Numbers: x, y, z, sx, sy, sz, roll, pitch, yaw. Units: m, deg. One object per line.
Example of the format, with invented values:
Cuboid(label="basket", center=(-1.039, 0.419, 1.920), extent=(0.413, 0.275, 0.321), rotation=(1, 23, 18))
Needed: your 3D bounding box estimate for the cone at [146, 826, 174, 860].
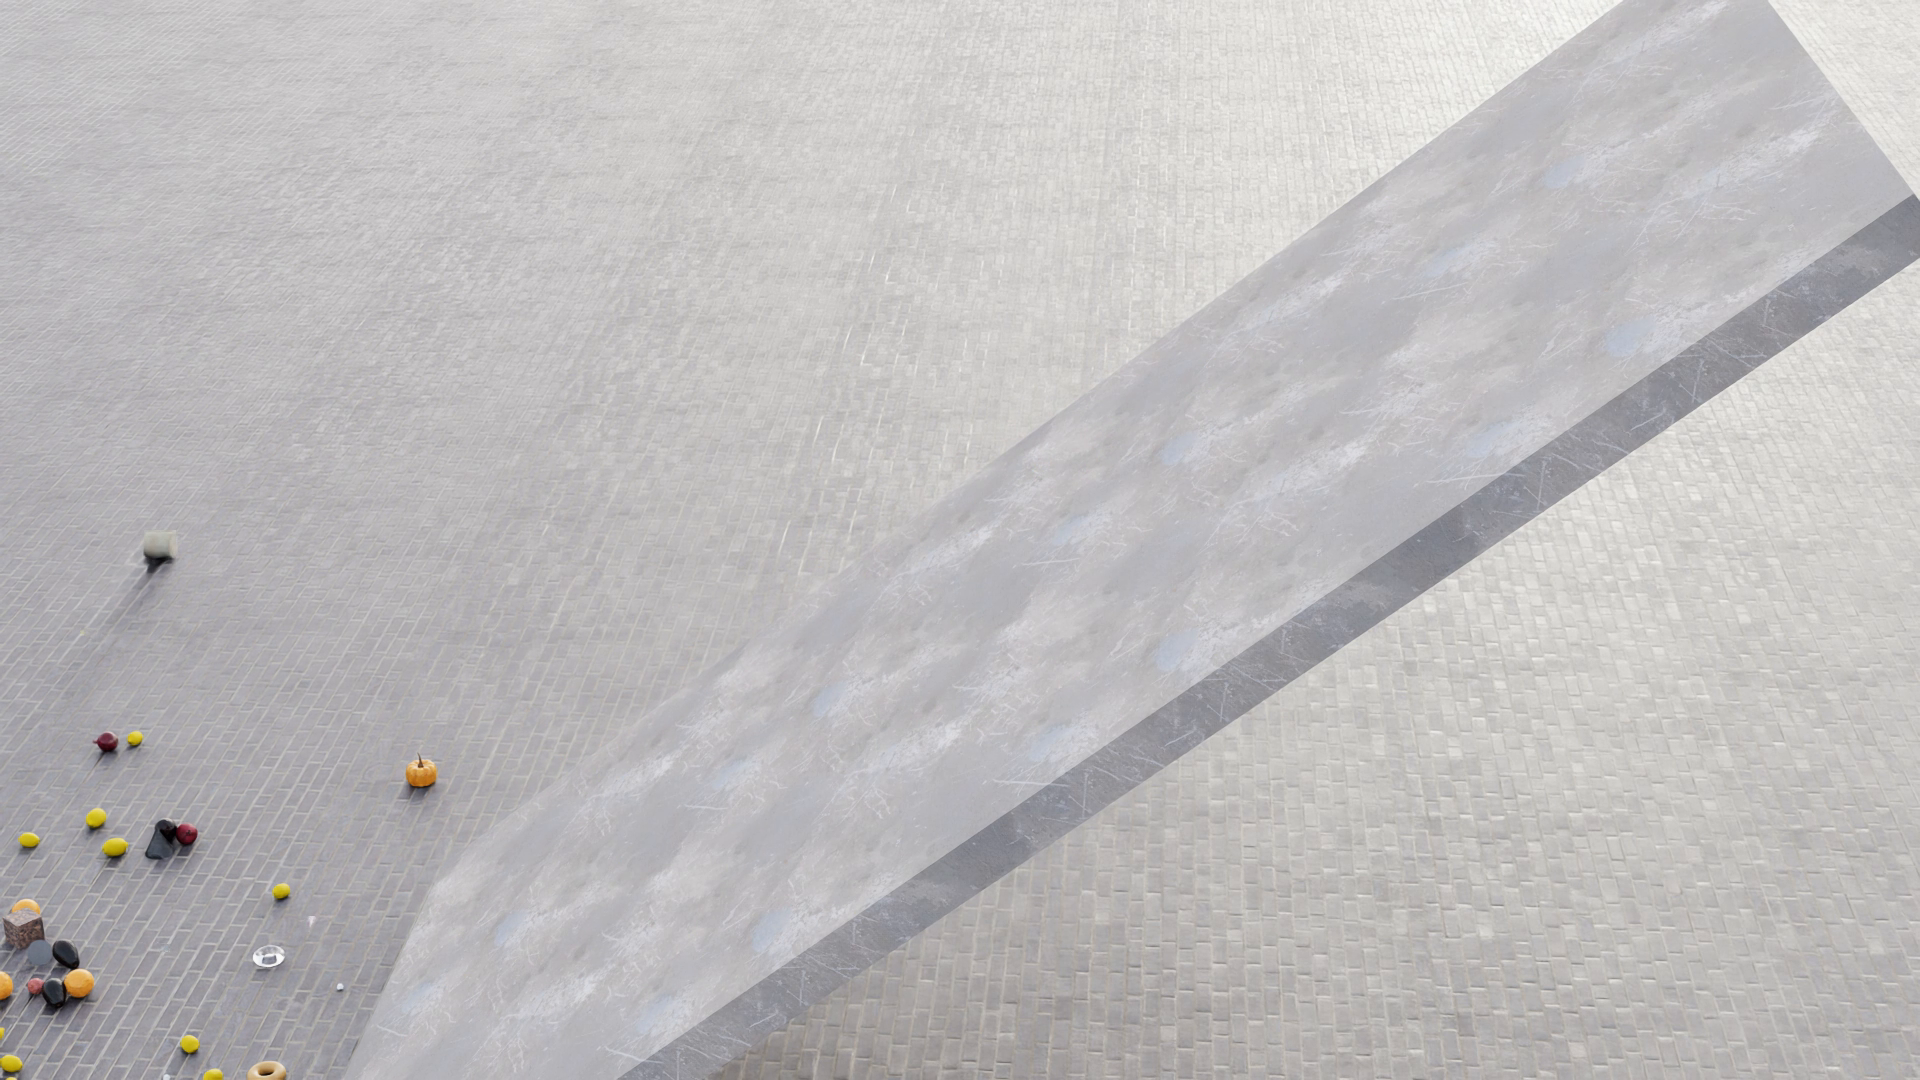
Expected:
Cuboid(label="cone", center=(-2.194, 0.819, 8.049), extent=(0.079, 0.079, 0.079), rotation=(0, 24, 0))

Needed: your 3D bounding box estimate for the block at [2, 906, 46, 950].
Cuboid(label="block", center=(-2.429, 1.008, 7.631), extent=(0.071, 0.071, 0.071), rotation=(20, 30, 38))

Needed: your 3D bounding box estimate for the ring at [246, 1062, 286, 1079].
Cuboid(label="ring", center=(-1.663, 1.283, 7.055), extent=(0.094, 0.031, 0.094), rotation=(-1, 25, 0))

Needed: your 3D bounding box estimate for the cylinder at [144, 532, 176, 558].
Cuboid(label="cylinder", center=(-2.684, 0.017, 9.865), extent=(0.086, 0.086, 0.086), rotation=(0, 24, 1))

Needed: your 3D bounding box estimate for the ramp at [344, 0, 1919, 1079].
Cuboid(label="ramp", center=(0.121, 0.185, 6.341), extent=(4.000, 0.100, 2.000), rotation=(-36, 16, 18))

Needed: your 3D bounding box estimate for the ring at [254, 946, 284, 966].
Cuboid(label="ring", center=(-1.774, 1.068, 7.550), extent=(0.080, 0.027, 0.080), rotation=(1, 24, -1))

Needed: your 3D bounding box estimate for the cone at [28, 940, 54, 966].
Cuboid(label="cone", center=(-2.355, 1.059, 7.566), extent=(0.067, 0.067, 0.067), rotation=(1, -3, 1))
